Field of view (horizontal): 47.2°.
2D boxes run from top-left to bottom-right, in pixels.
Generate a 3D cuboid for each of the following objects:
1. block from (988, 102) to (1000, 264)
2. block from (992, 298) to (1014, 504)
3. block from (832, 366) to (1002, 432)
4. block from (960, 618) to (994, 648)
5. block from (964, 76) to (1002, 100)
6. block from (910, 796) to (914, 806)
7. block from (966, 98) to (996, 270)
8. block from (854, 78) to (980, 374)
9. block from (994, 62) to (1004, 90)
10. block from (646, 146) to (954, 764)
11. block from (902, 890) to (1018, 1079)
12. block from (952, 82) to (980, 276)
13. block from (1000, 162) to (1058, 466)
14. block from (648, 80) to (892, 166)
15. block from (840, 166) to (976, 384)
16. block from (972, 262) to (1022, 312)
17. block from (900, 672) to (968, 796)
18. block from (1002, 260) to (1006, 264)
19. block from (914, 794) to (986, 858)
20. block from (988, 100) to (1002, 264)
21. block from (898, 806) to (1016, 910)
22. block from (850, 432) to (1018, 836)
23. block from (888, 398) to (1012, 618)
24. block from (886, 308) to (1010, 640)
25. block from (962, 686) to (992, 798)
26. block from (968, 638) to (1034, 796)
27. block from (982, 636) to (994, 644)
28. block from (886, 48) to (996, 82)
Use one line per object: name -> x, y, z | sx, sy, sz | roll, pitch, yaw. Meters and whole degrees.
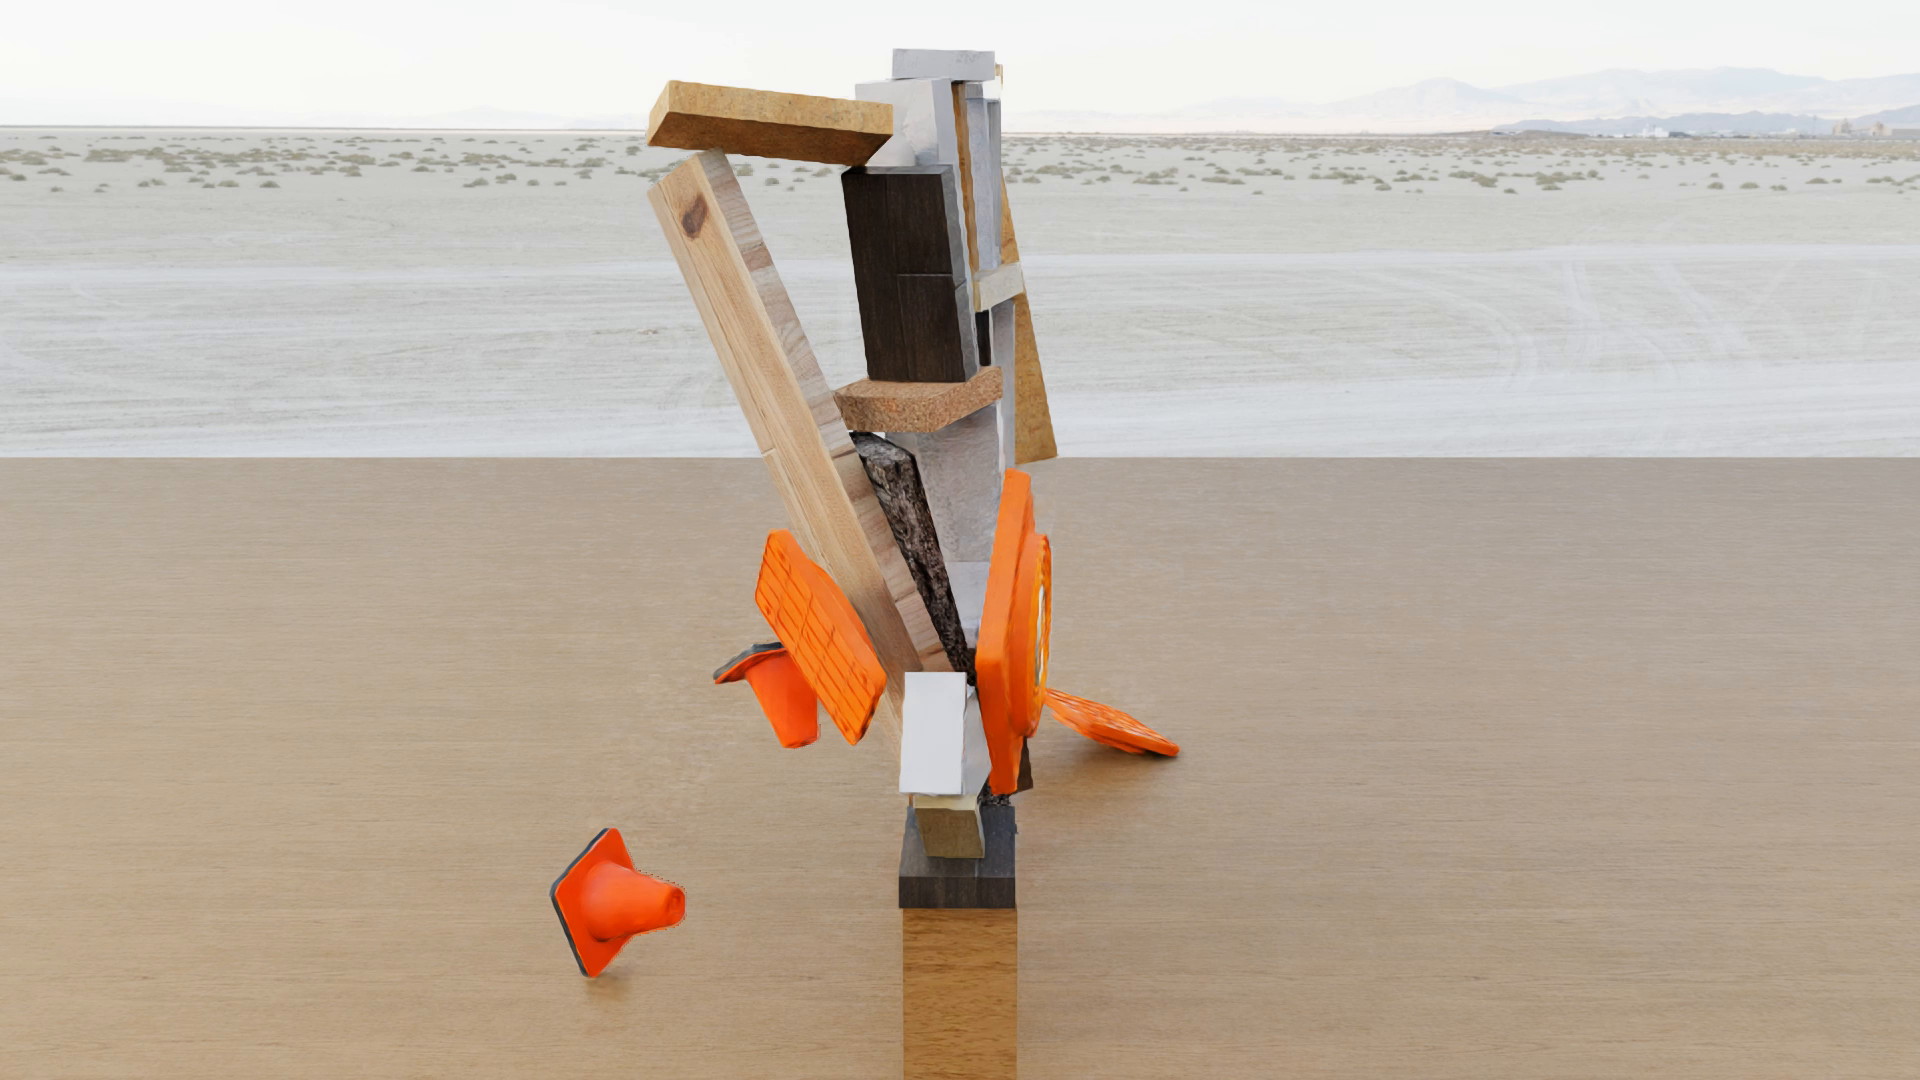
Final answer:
block -> -0.002, -0.586, 3.644 | 0.132, 0.271, 0.037 | -1, 13, -2
block -> 0.005, -0.225, 3.585 | 0.167, 0.334, 0.047 | 0, 10, 0
block -> -0.065, -0.203, 3.114 | 0.164, 0.047, 0.328 | 2, 12, 17
block -> -0.012, 0.135, 3.260 | 0.100, 0.028, 0.200 | 0, 3, 8
block -> -0.014, -0.721, 3.512 | 0.132, 0.037, 0.264 | -1, 11, 7
block -> -0.004, 0.376, 3.892 | 0.170, 0.339, 0.048 | 0, 11, 0
block -> -0.018, -0.556, 3.454 | 0.132, 0.264, 0.037 | -1, 11, 10
block -> -0.060, -0.440, 3.112 | 0.144, 0.416, 0.041 | 8, 21, 40
block -> -0.011, -0.803, 3.812 | 0.144, 0.041, 0.287 | -4, 14, -4
block -> -0.195, -0.098, 2.950 | 0.042, 0.867, 0.149 | -25, 2, -36
block -> 0.000, 0.594, 2.839 | 0.146, 0.292, 0.041 | 0, 16, 0
block -> -0.056, -0.545, 3.330 | 0.144, 0.287, 0.041 | 1, 23, 14
block -> 0.042, -0.468, 3.966 | 0.144, 0.675, 0.041 | -11, 6, 4
block -> -0.254, -0.553, 2.928 | 0.299, 0.042, 0.149 | 3, -8, -18
block -> -0.069, -0.368, 3.049 | 0.149, 0.299, 0.042 | 4, 26, 23
block -> -0.016, -0.392, 3.428 | 0.167, 0.047, 0.334 | -1, 11, 13
block -> -0.032, 0.238, 2.702 | 0.075, 0.150, 0.021 | 1, -14, 8
block -> -0.002, -0.448, 3.774 | 0.164, 0.046, 0.328 | -1, 10, -1
block -> -0.012, 0.358, 2.754 | 0.075, 0.021, 0.150 | 2, -31, 7
block -> -0.003, -0.613, 3.743 | 0.144, 0.287, 0.041 | -1, 10, -2
block -> -0.001, 0.414, 2.888 | 0.146, 0.041, 0.292 | 0, 11, 1
block -> -0.045, 0.138, 3.042 | 0.047, 0.591, 0.164 | -24, 25, -20
block -> -0.015, -0.045, 3.278 | 0.164, 0.329, 0.047 | 0, 18, 10
block -> -0.023, -0.089, 3.371 | 0.167, 0.525, 0.047 | -2, 11, 7
block -> 0.006, 0.263, 2.792 | 0.021, 0.150, 0.075 | 9, 44, 23
block -> 0.042, 0.267, 3.222 | 0.100, 0.234, 0.028 | -15, 20, -19
block -> 0.000, 0.246, 3.332 | 0.100, 0.200, 0.028 | 1, 4, 4
block -> -0.032, -0.691, 3.204 | 0.144, 0.041, 0.287 | 1, 11, -4
